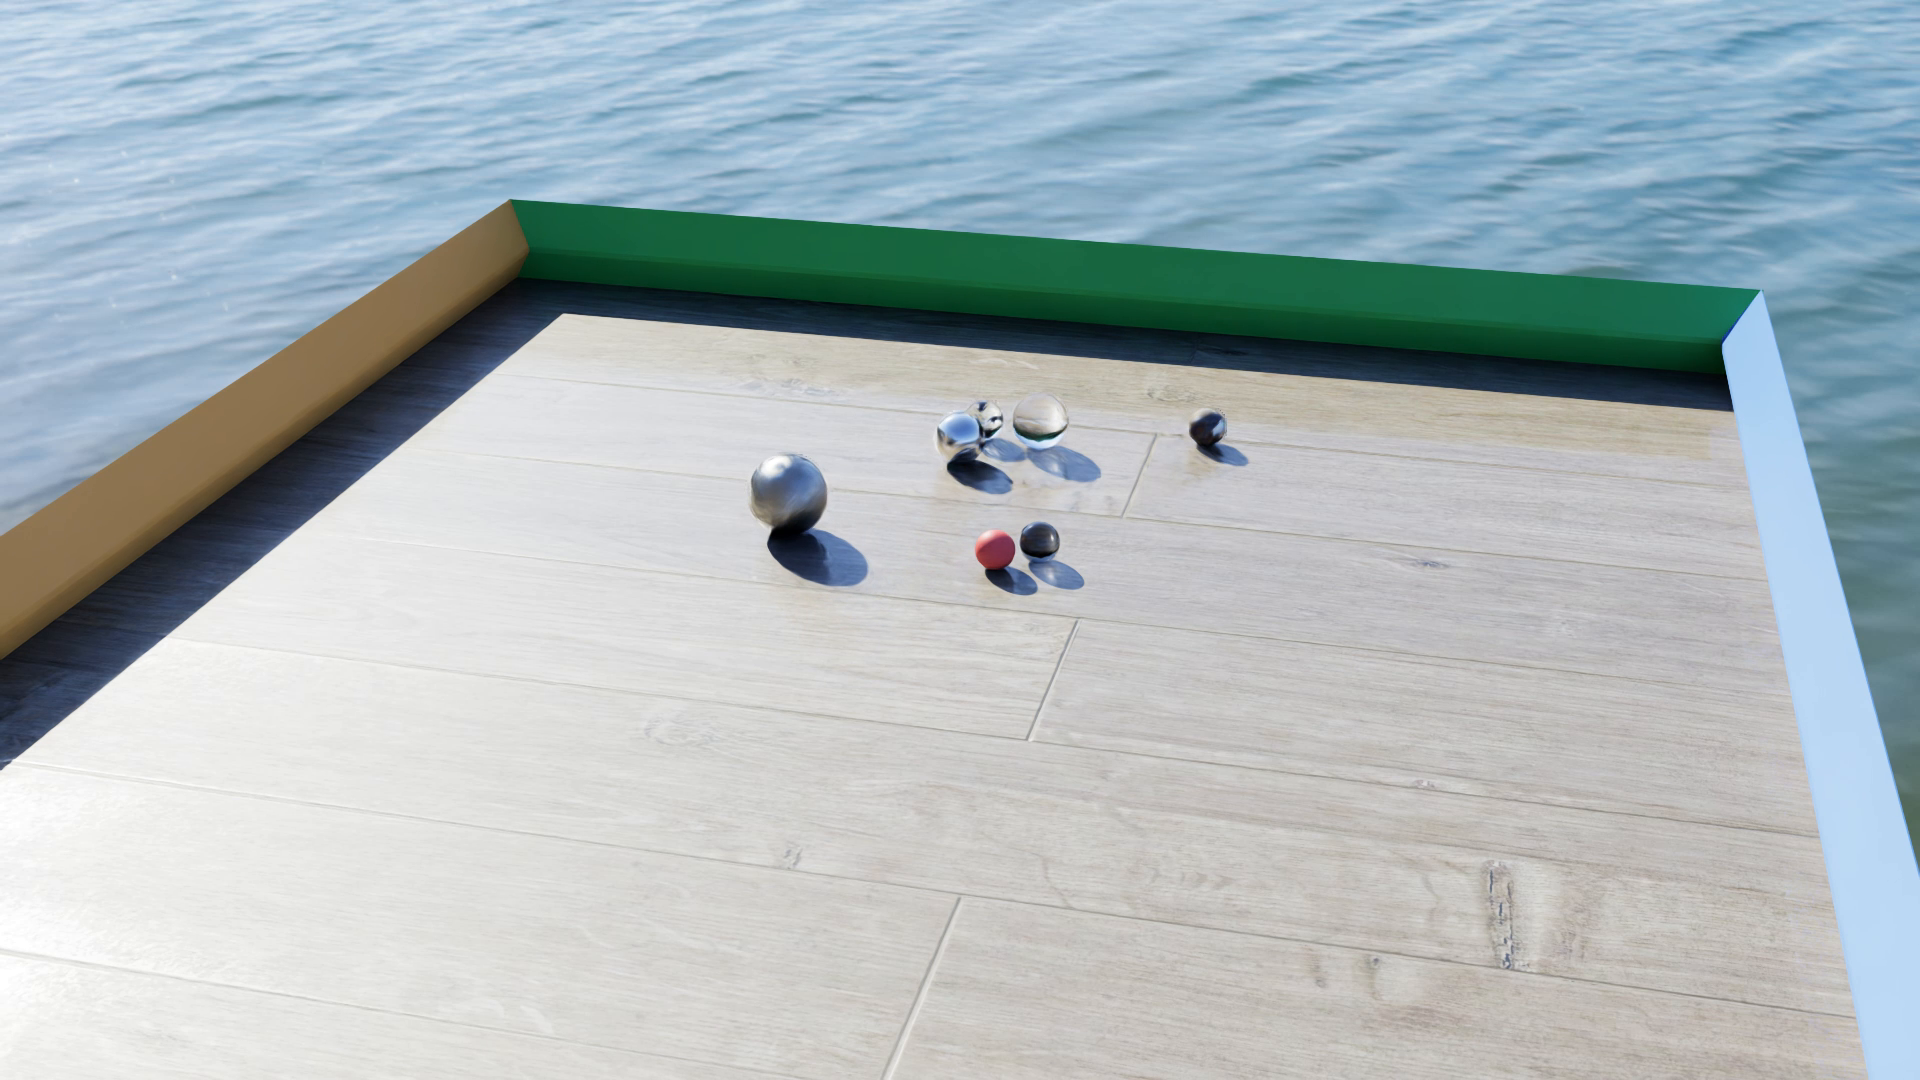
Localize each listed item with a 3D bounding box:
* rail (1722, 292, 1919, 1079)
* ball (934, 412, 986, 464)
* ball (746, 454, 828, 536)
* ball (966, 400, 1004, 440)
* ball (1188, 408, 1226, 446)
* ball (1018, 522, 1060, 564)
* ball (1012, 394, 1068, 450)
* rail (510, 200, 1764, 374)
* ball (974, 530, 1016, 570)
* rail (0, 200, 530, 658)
[{"bbox_3d":[0.621,0.378,1.431,0.045,0.115,3.125,6,26,12],"label":"rail"},{"bbox_3d":[-0.001,-0.118,2.556,0.060,0.060,0.060,0,25,0],"label":"ball"},{"bbox_3d":[-0.186,-0.049,2.376,0.088,0.088,0.088,0,25,0],"label":"ball"},{"bbox_3d":[0.028,-0.143,2.622,0.048,0.048,0.048,0,25,0],"label":"ball"},{"bbox_3d":[0.293,-0.135,2.609,0.044,0.044,0.044,0,25,0],"label":"ball"},{"bbox_3d":[0.083,0.003,2.317,0.045,0.045,0.045,0,25,0],"label":"ball"},{"bbox_3d":[0.095,-0.140,2.594,0.067,0.067,0.067,0,25,0],"label":"ball"},{"bbox_3d":[0.179,-0.340,2.963,1.707,0.115,0.045,6,26,12],"label":"rail"},{"bbox_3d":[0.037,0.010,2.303,0.043,0.043,0.043,0,25,0],"label":"ball"},{"bbox_3d":[-0.991,0.211,1.787,0.045,0.115,3.125,6,26,12],"label":"rail"}]
